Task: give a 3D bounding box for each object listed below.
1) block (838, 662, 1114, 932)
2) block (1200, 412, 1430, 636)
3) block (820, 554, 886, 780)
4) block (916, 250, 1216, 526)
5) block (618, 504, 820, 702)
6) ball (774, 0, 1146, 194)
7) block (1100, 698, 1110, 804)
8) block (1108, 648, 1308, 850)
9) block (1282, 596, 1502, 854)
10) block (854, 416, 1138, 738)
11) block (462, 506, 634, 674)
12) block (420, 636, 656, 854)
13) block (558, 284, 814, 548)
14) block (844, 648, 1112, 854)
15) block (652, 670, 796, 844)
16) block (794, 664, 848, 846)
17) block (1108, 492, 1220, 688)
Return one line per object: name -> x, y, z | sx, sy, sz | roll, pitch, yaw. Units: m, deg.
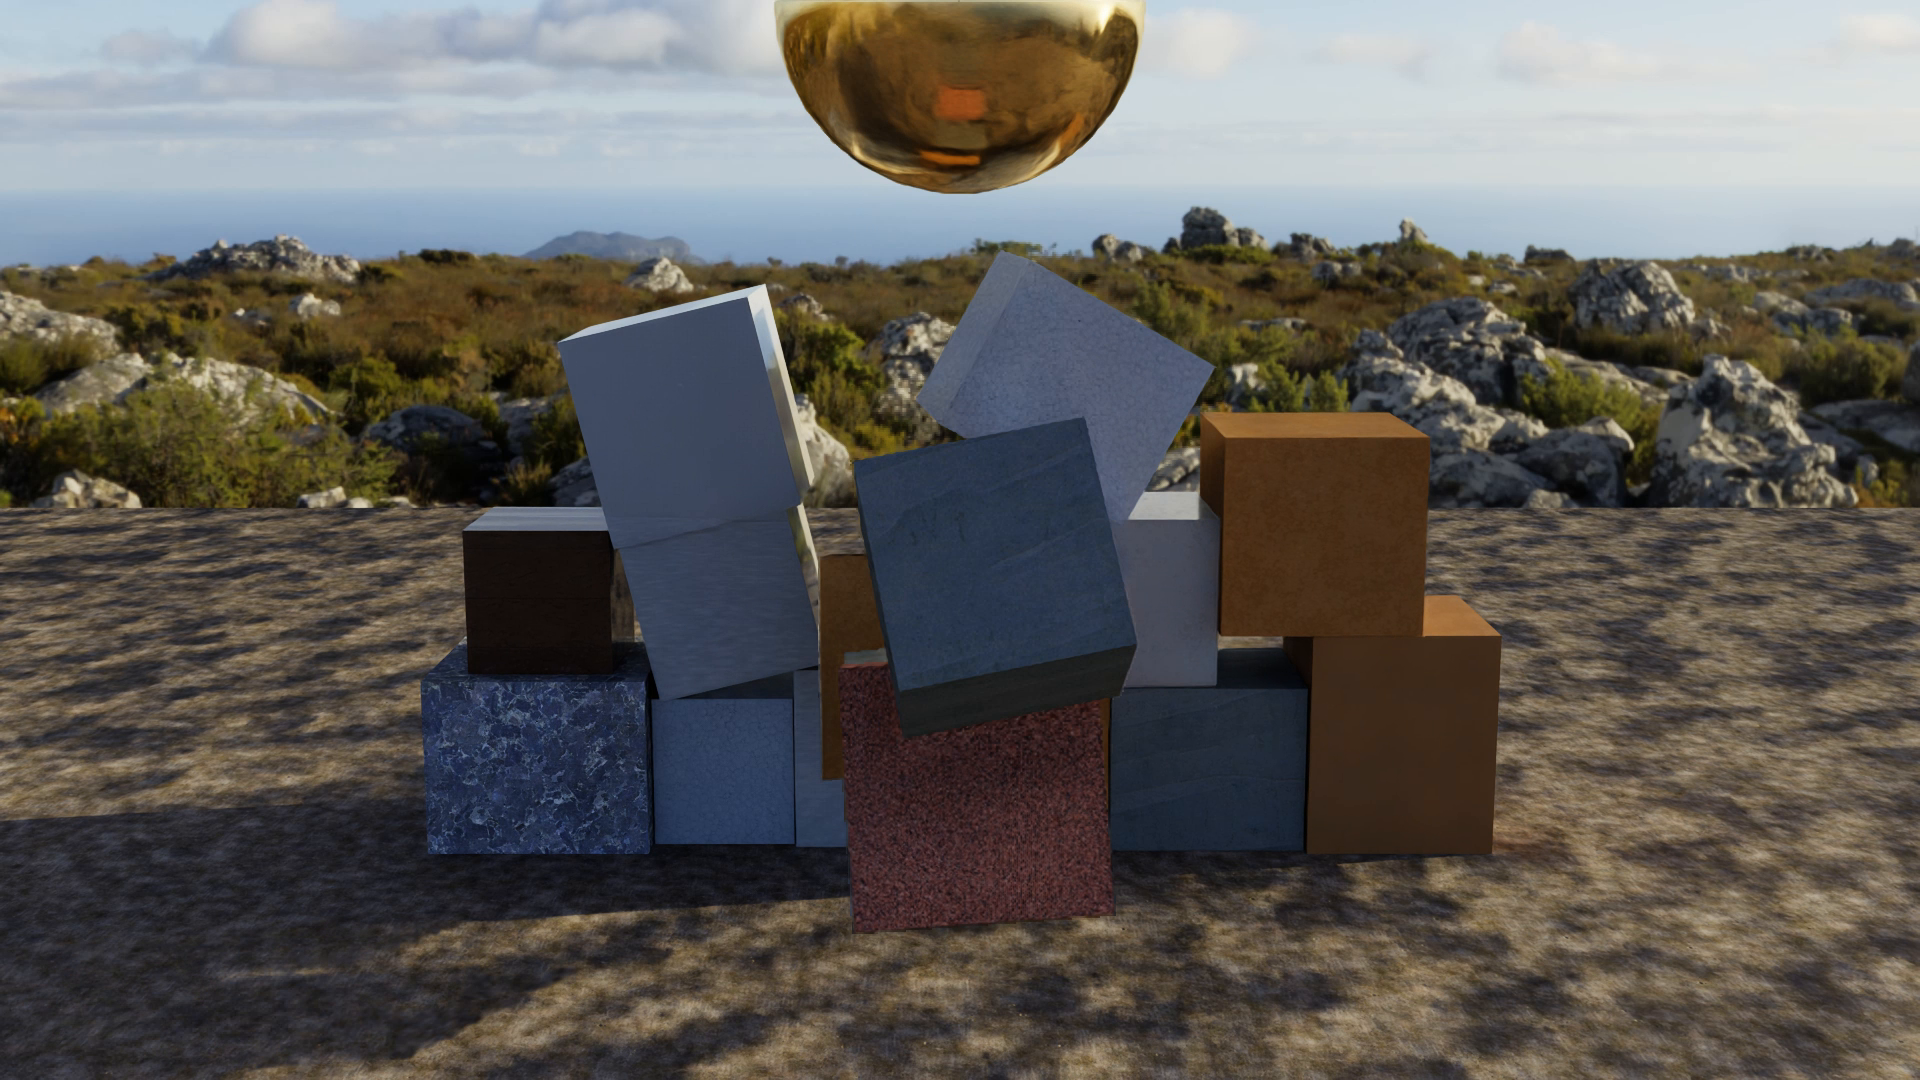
block -> 0.042, 0.903, 8.222 | 0.915, 0.926, 0.981 | -4, -2, -2
block -> 1.764, -0.099, 11.145 | 0.989, 0.980, 0.980 | 0, 10, -1
block -> -0.162, 0.569, 10.367 | 0.935, 0.998, 0.950 | -1, 0, -1
block -> 0.495, -0.775, 10.910 | 1.027, 0.880, 1.000 | 29, 5, -12
block -> -1.170, 0.249, 11.231 | 0.847, 0.806, 0.809 | -13, 10, 2
ball -> 0.000, -2.295, 9.450 | 1.600, 1.600, 1.600 | 0, 10, 0
block -> 0.368, 1.093, 11.360 | 0.745, 0.784, 0.836 | 0, 10, 0
block -> 1.234, 1.066, 11.375 | 0.968, 0.834, 0.888 | 0, 10, 0
block -> 2.191, 0.929, 11.345 | 0.922, 1.113, 0.979 | 0, 10, 0
block -> 0.105, 0.144, 7.377 | 0.765, 0.774, 0.768 | -11, -16, -4
block -> -2.086, 0.248, 11.235 | 0.721, 0.728, 0.706 | 0, 10, 1
block -> -2.102, 1.040, 11.381 | 1.099, 0.882, 1.016 | 0, 10, 0
block -> -1.351, -0.640, 11.067 | 0.945, 1.037, 0.896 | -13, 10, 3
block -> 0.053, 0.889, 9.335 | 1.005, 0.870, 0.861 | -6, 1, -3
block -> -1.188, 1.103, 11.391 | 0.705, 0.754, 0.693 | 0, 10, 0
block -> -0.419, 1.024, 11.378 | 0.812, 0.914, 0.792 | 0, 10, 0
block -> 0.776, 0.237, 11.251 | 0.971, 0.841, 0.873 | 0, 10, -2
